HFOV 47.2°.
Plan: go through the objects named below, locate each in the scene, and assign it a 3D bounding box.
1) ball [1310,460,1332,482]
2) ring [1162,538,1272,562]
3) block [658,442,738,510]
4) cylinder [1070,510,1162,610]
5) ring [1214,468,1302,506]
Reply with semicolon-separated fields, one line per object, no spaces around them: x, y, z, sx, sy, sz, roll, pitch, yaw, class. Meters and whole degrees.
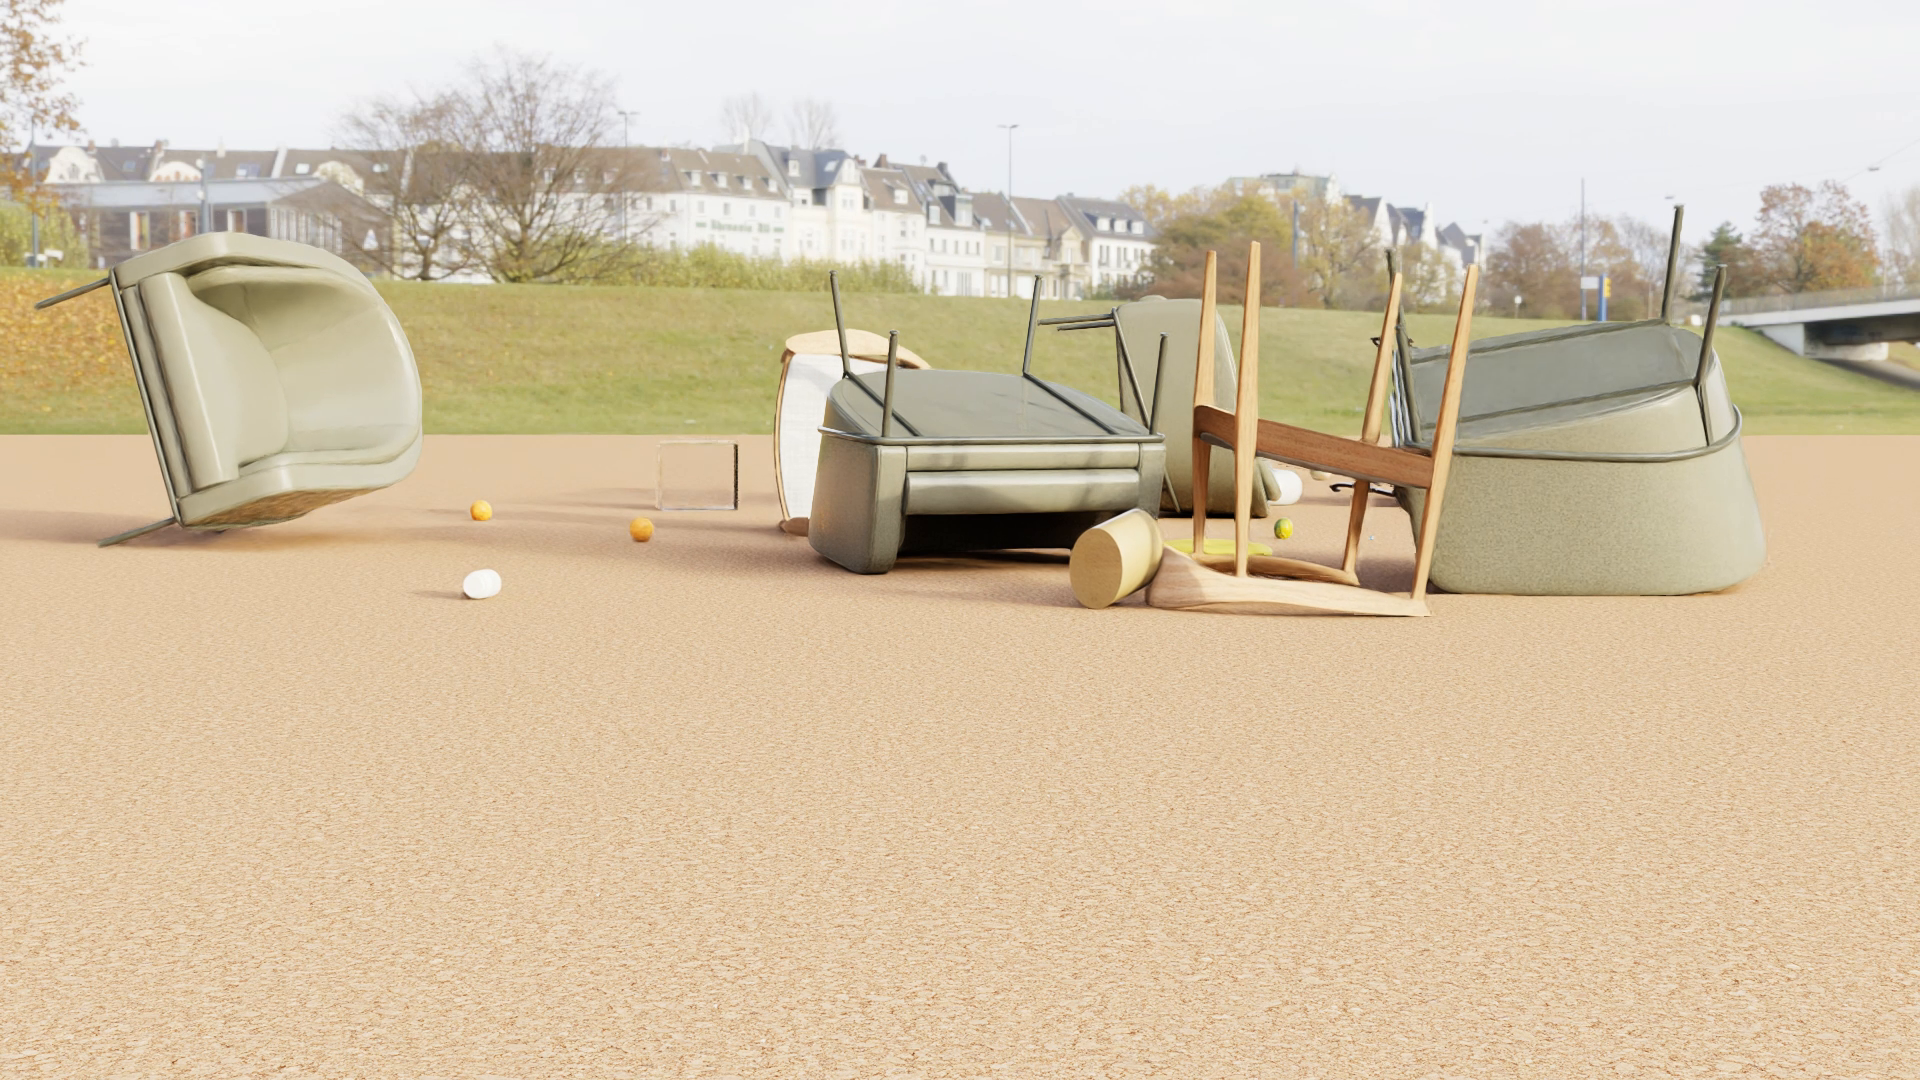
1.753;-0.338;10.689;0.106;0.106;0.106;0;4;0;ball
0.678;0.027;5.836;0.277;0.044;0.358;-1;4;-23;ring
-0.980;-0.237;8.203;0.278;0.245;0.150;-1;4;-14;block
0.319;0.039;4.500;0.128;0.180;0.148;26;30;30;cylinder
1.161;-0.206;8.579;0.348;0.135;0.345;1;5;-5;ring
